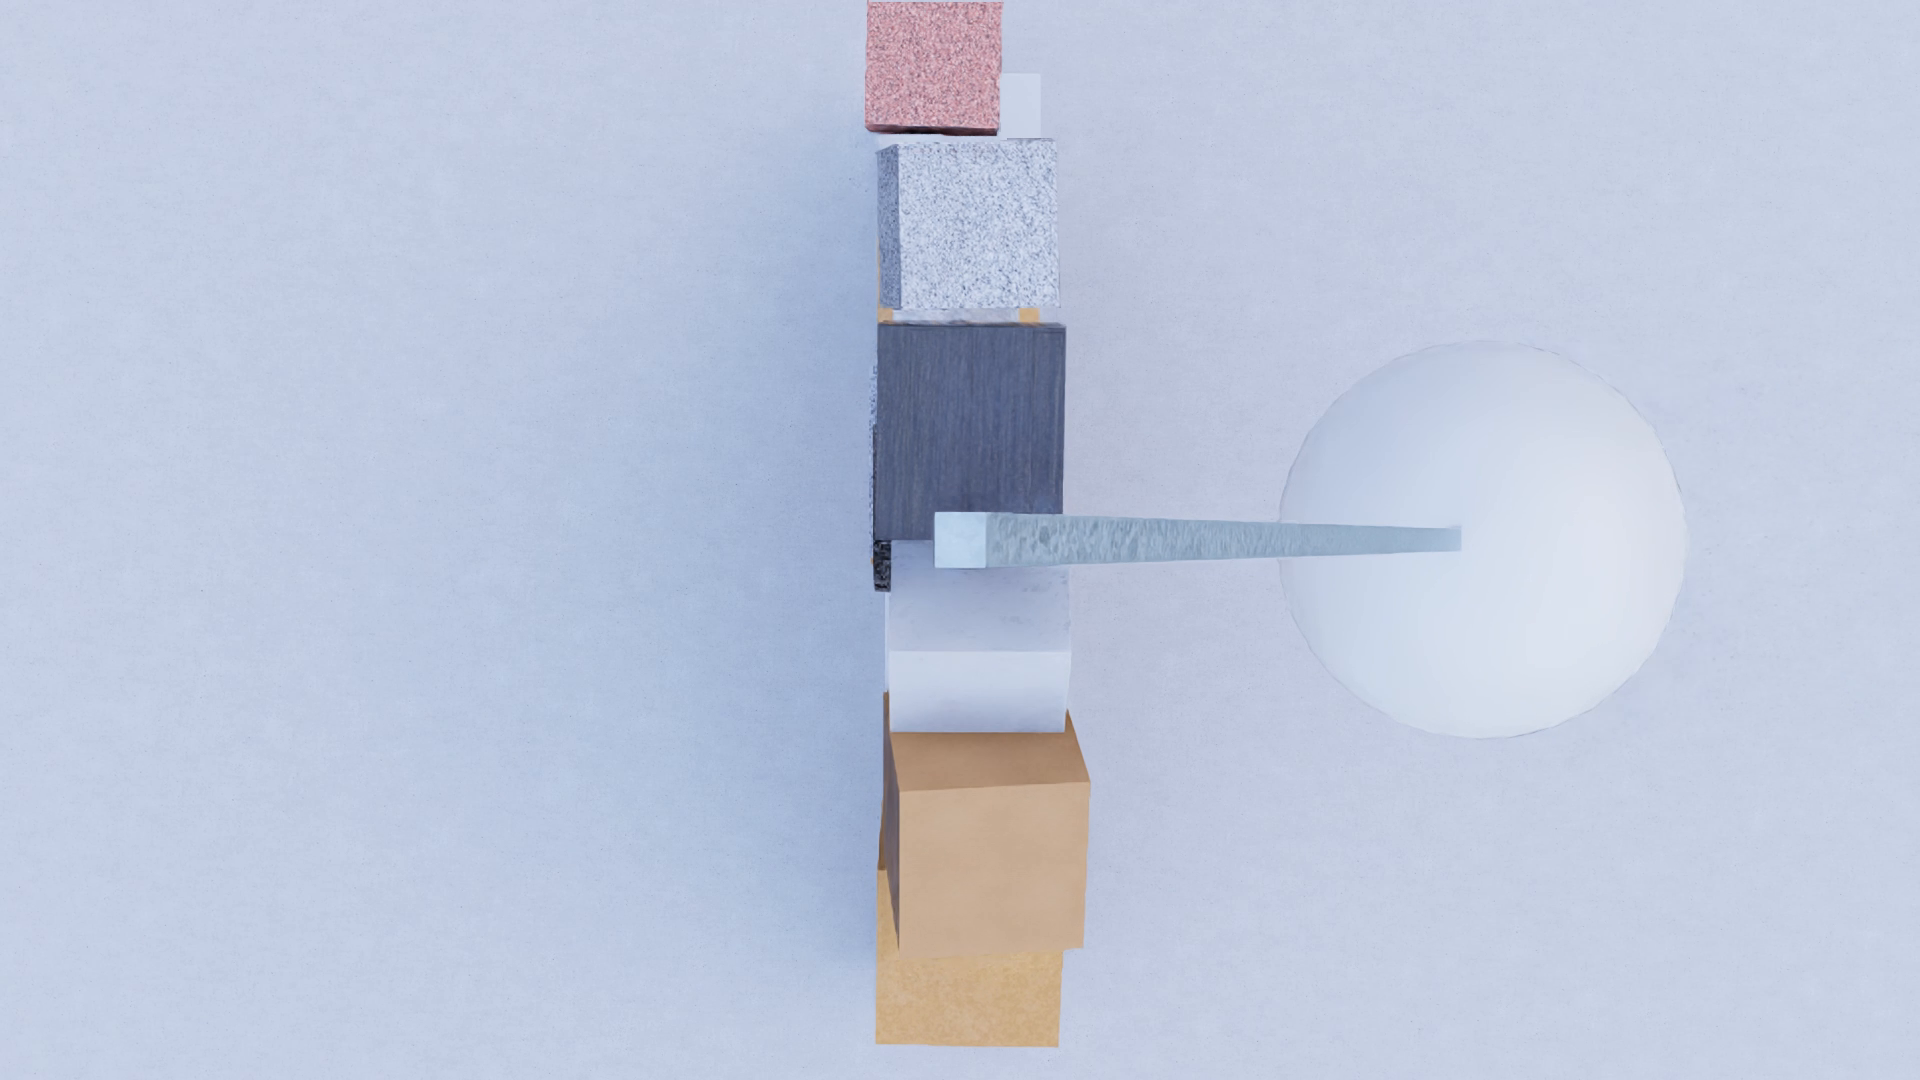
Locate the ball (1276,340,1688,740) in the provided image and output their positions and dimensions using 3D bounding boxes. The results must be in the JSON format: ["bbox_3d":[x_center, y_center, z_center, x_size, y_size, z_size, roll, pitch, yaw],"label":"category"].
[{"bbox_3d":[2.074,0.000,8.811,1.600,1.600,1.600,0,90,0],"label":"ball"}]

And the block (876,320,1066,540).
[{"bbox_3d":[0.043,-0.476,9.303,0.764,0.729,0.874,1,97,0],"label":"block"}]

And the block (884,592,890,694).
[{"bbox_3d":[0.004,0.569,12.580,0.837,0.839,0.822,0,90,0],"label":"block"}]

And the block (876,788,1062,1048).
[{"bbox_3d":[0.043,1.859,10.959,0.891,0.929,0.942,1,109,-1],"label":"block"}]

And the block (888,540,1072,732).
[{"bbox_3d":[0.081,0.405,9.745,0.774,0.628,0.654,0,52,-1],"label":"block"}]

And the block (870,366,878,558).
[{"bbox_3d":[-0.016,-0.399,11.585,0.886,0.892,0.972,0,90,0],"label":"block"}]

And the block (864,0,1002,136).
[{"bbox_3d":[-0.106,-1.935,8.936,0.532,0.524,0.536,2,97,0],"label":"block"}]

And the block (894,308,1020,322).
[{"bbox_3d":[-0.017,-0.874,10.795,0.597,0.688,0.621,0,90,0],"label":"block"}]

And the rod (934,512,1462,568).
[{"bbox_3d":[0.899,0.000,5.621,0.080,5.200,0.080,0,90,20],"label":"rod"}]

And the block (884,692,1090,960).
[{"bbox_3d":[0.099,1.264,9.962,0.824,0.841,0.877,-2,116,-6],"label":"block"}]

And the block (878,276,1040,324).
[{"bbox_3d":[-0.007,-1.295,11.625,0.823,0.889,0.805,0,91,0],"label":"block"}]

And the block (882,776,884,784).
[{"bbox_3d":[-0.011,1.469,11.757,0.760,0.835,0.845,-1,109,0],"label":"block"}]

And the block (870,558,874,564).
[{"bbox_3d":[-0.007,-0.371,12.516,0.965,0.969,1.007,0,90,0],"label":"block"}]

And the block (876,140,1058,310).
[{"bbox_3d":[0.021,-1.316,9.247,0.648,0.709,0.669,-2,97,-9],"label":"block"}]

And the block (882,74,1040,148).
[{"bbox_3d":[0.005,-2.087,12.532,0.873,0.936,0.943,0,90,0],"label":"block"}]

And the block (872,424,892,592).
[{"bbox_3d":[-0.023,-0.157,10.757,0.771,0.765,0.792,0,90,0],"label":"block"}]
